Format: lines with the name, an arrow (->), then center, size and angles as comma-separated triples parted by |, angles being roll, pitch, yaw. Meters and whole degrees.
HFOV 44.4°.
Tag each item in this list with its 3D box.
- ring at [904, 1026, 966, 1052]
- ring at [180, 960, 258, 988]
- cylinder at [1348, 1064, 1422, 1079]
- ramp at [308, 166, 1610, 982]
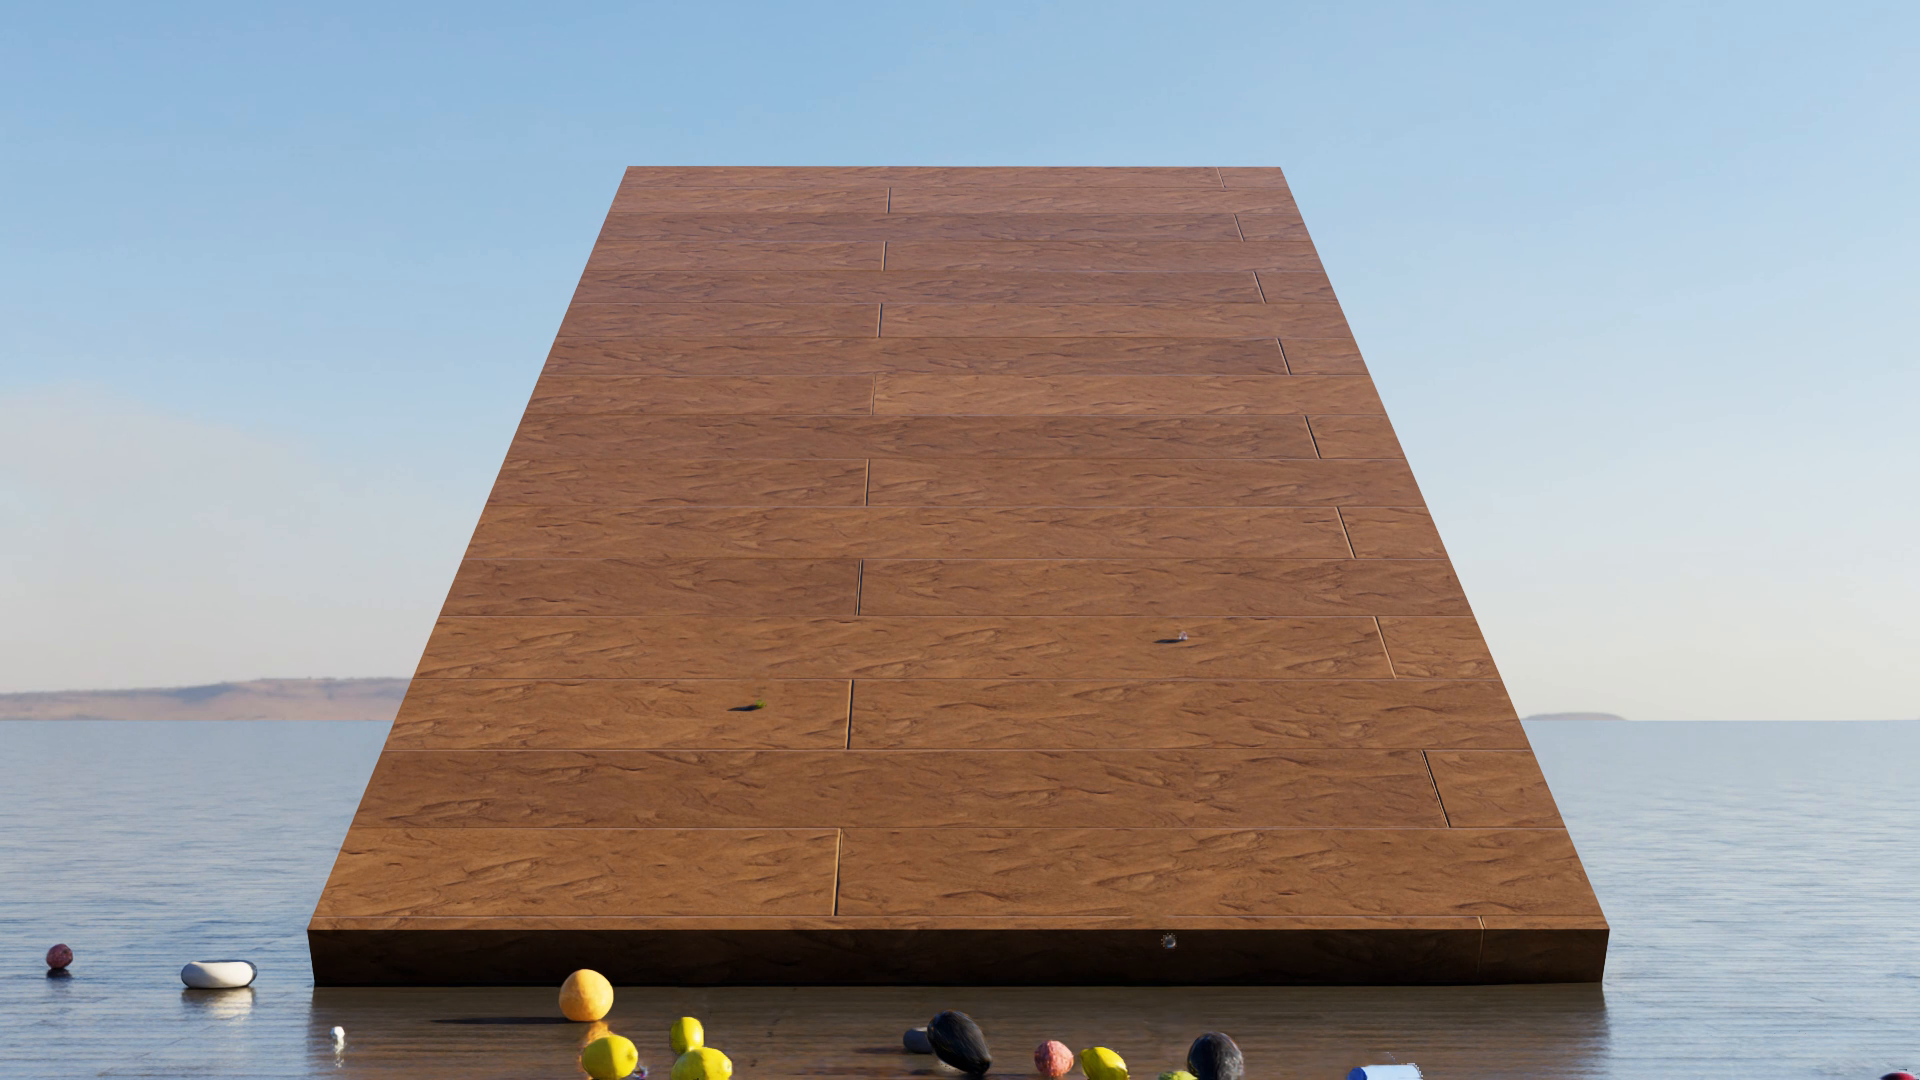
ring -> -0.032, 0.620, 2.921 | 0.078, 0.026, 0.078 | 0, -6, 0
ring -> -1.137, 0.666, 3.613 | 0.112, 0.037, 0.112 | -1, -6, 0
cylinder -> 0.432, 0.564, 2.393 | 0.059, 0.059, 0.059 | 2, -5, -17
ramp -> -0.010, -0.229, 5.434 | 2.000, 0.100, 4.000 | 0, 26, 0
